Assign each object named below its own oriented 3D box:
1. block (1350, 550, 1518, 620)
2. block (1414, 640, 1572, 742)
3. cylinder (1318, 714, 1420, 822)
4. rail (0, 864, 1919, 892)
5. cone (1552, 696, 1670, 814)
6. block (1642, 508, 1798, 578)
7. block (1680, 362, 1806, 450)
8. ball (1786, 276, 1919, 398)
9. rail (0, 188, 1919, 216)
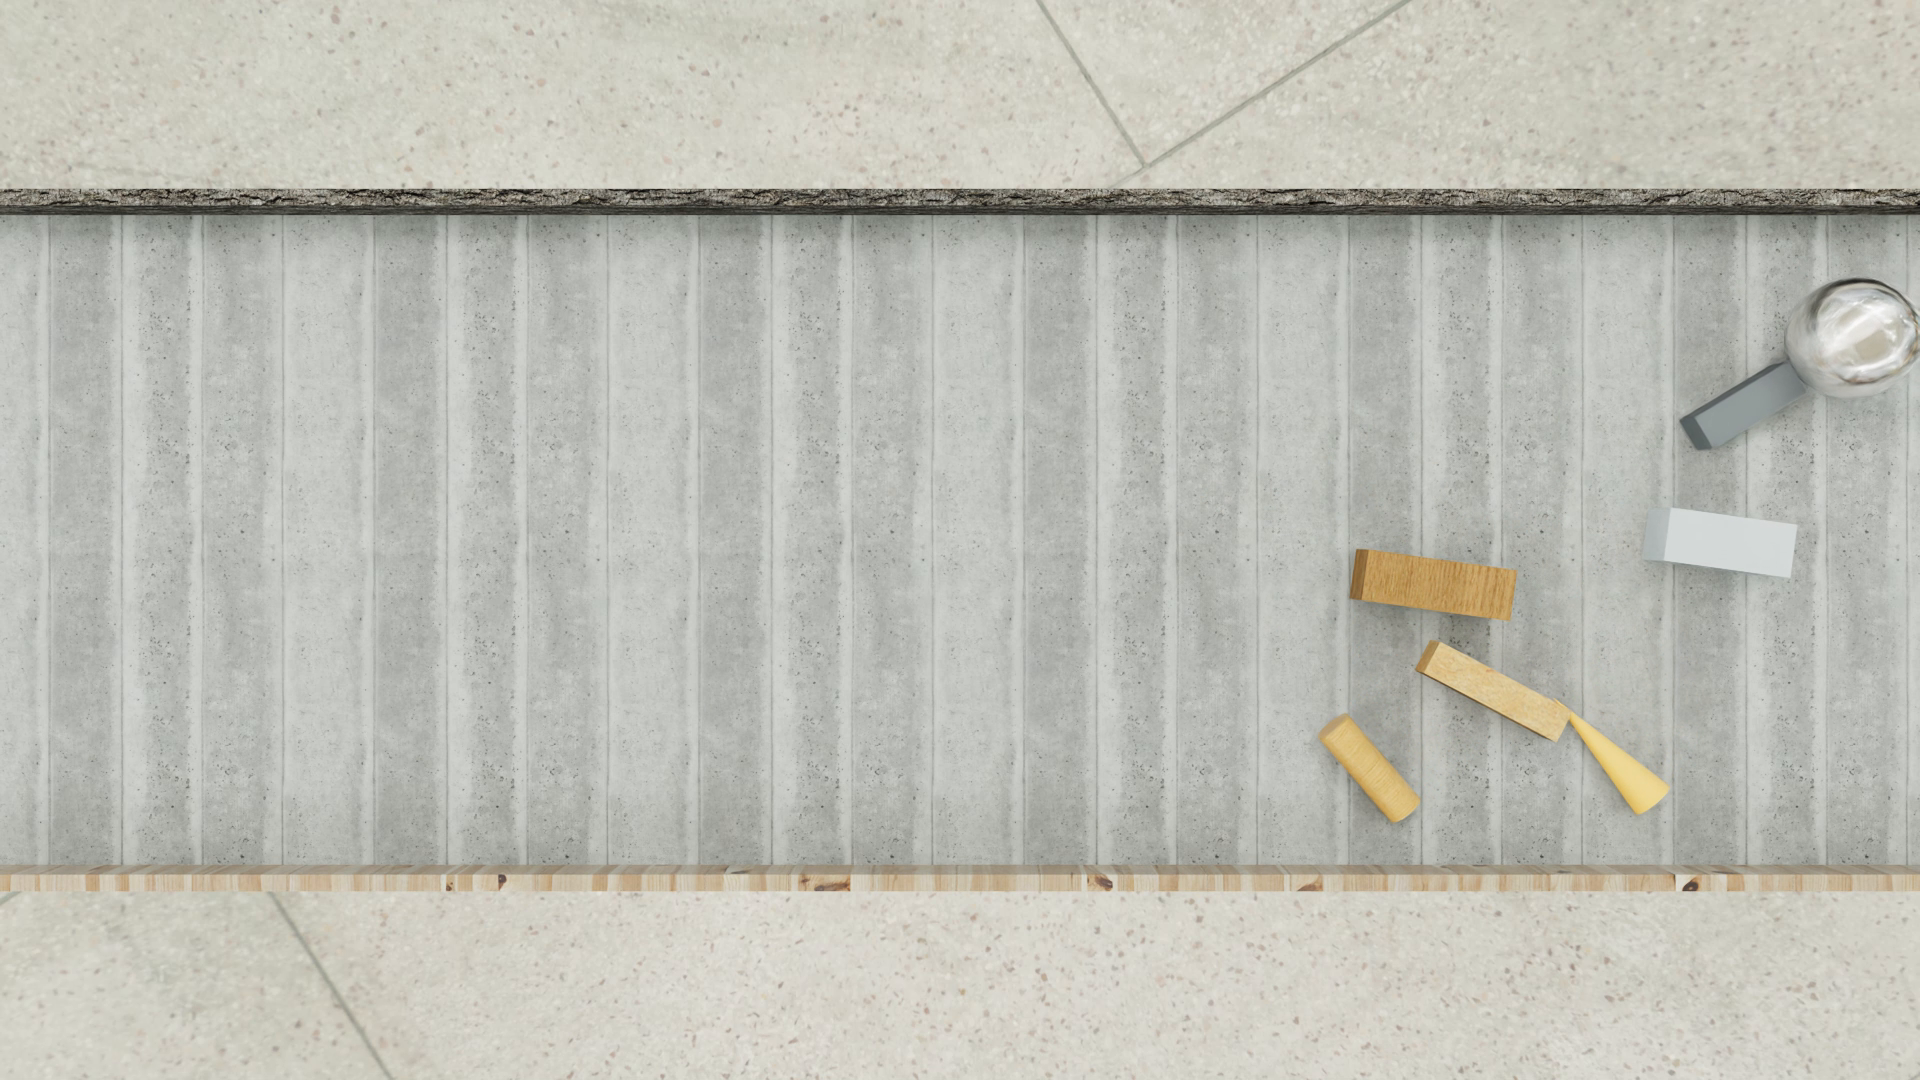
[{"bbox_3d":[1.431,0.135,5.000,0.448,0.153,0.153,8,90,0],"label":"block"},{"bbox_3d":[1.623,0.459,5.024,0.451,0.105,0.105,28,90,0],"label":"block"},{"bbox_3d":[1.245,0.693,5.020,0.114,0.114,0.340,-41,90,0],"label":"cylinder"},{"bbox_3d":[-2.247,1.025,5.001,12.000,0.150,0.050,0,90,0],"label":"rail"},{"bbox_3d":[1.965,0.636,5.044,0.132,0.132,0.420,-42,81,0],"label":"cone"},{"bbox_3d":[2.297,0.008,4.997,0.380,0.159,0.159,8,90,0],"label":"block"},{"bbox_3d":[2.382,-0.407,5.022,0.330,0.109,0.109,-31,90,0],"label":"block"},{"bbox_3d":[2.652,-0.600,4.896,0.360,0.360,0.360,0,90,0],"label":"ball"},{"bbox_3d":[-2.247,-1.025,5.002,12.000,0.150,0.050,0,90,0],"label":"rail"}]
